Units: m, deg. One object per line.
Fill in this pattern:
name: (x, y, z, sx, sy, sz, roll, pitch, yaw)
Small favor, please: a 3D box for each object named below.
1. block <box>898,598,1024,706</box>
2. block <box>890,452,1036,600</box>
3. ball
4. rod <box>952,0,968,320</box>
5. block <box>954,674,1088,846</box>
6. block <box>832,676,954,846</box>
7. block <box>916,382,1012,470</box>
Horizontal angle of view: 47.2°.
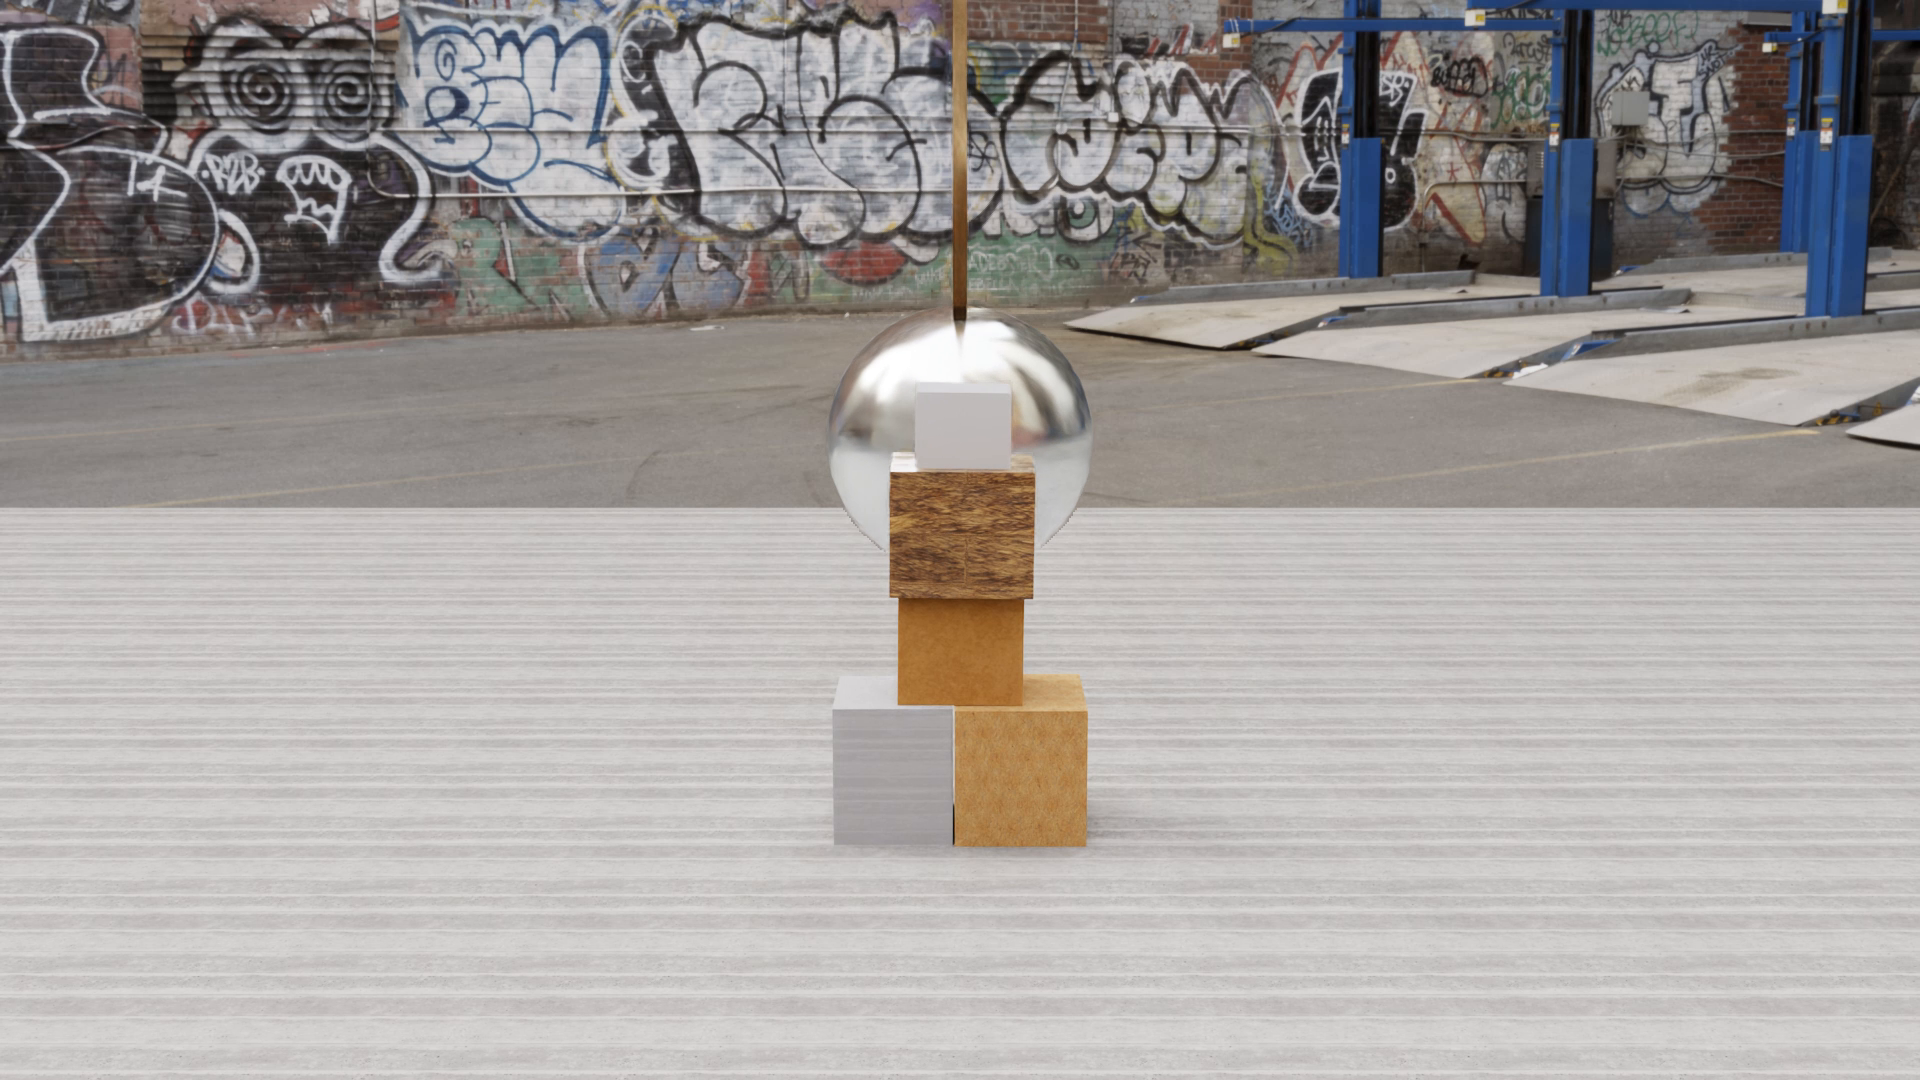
block: (0.003, 0.501, 11.289, 0.628, 0.563, 0.600, 1, 10, 0)
block: (0.010, -0.082, 11.156, 0.713, 0.631, 0.680, 1, 10, 0)
ball: (0.000, -0.605, 13.179, 1.600, 1.600, 1.600, 0, 10, 0)
rod: (0.000, -3.533, 11.452, 0.080, 5.200, 0.080, 0, 31, 0)
block: (0.305, 1.129, 11.393, 0.663, 0.703, 0.779, 0, 10, 0)
block: (-0.337, 1.130, 11.373, 0.601, 0.707, 0.688, 0, 10, 0)
block: (0.018, -0.579, 11.070, 0.470, 0.379, 0.455, 1, 10, 0)
